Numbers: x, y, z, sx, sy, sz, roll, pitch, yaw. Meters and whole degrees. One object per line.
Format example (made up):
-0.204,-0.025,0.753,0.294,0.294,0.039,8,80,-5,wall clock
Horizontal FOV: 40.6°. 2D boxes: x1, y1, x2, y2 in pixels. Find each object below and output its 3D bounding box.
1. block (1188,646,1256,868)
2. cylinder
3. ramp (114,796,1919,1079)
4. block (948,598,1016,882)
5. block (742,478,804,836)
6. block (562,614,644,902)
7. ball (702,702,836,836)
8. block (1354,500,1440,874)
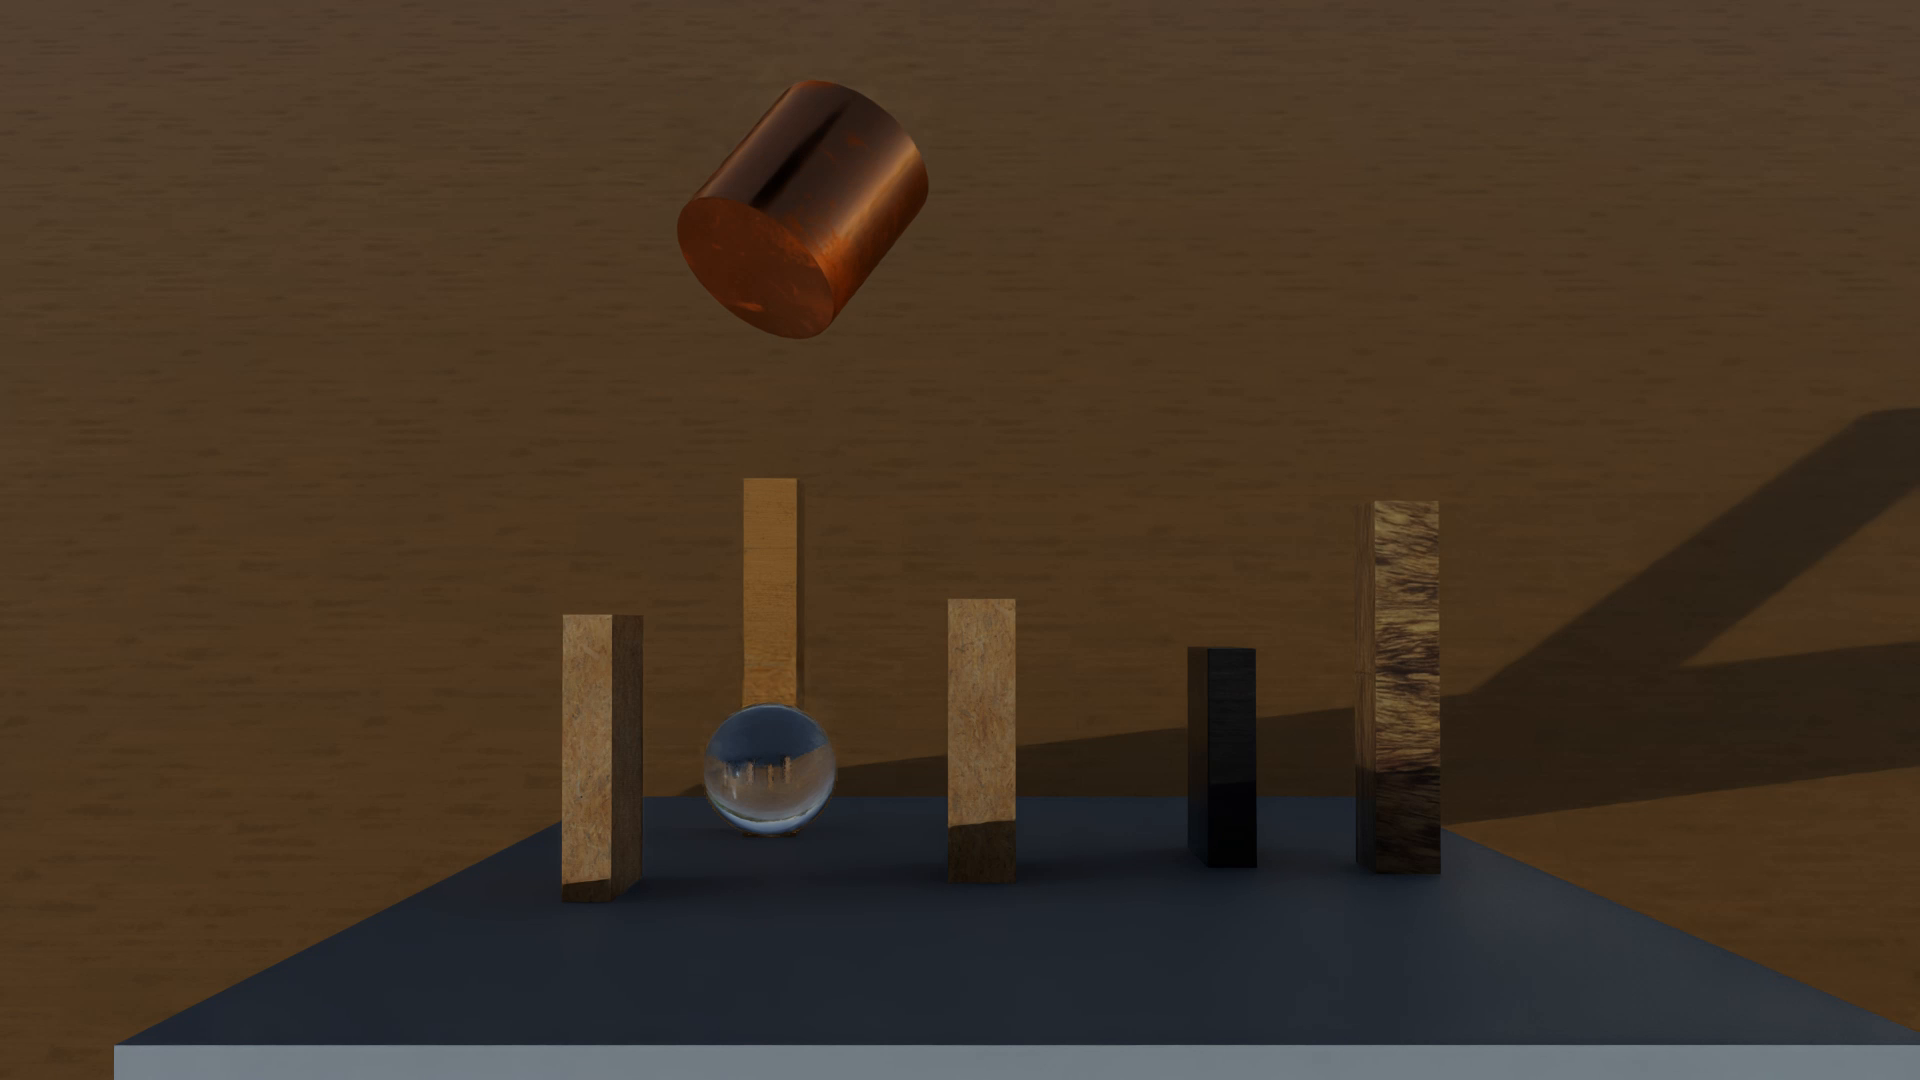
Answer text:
0.511,0.416,5.090,0.091,0.410,0.427,0,-2,0,block
-0.141,-0.298,2.348,0.165,0.165,0.165,19,56,25,cylinder
0.077,0.663,4.831,2.000,0.100,4.000,0,-2,0,ramp
0.039,0.361,4.793,0.119,0.501,0.401,0,-2,0,block
-0.408,0.256,5.719,0.114,0.768,0.294,0,-2,0,block
-0.615,0.366,4.494,0.081,0.473,0.424,0,-2,0,block
-0.192,0.230,2.615,0.134,0.134,0.134,0,35,0,ball
0.819,0.273,4.876,0.117,0.682,0.247,0,-2,0,block
